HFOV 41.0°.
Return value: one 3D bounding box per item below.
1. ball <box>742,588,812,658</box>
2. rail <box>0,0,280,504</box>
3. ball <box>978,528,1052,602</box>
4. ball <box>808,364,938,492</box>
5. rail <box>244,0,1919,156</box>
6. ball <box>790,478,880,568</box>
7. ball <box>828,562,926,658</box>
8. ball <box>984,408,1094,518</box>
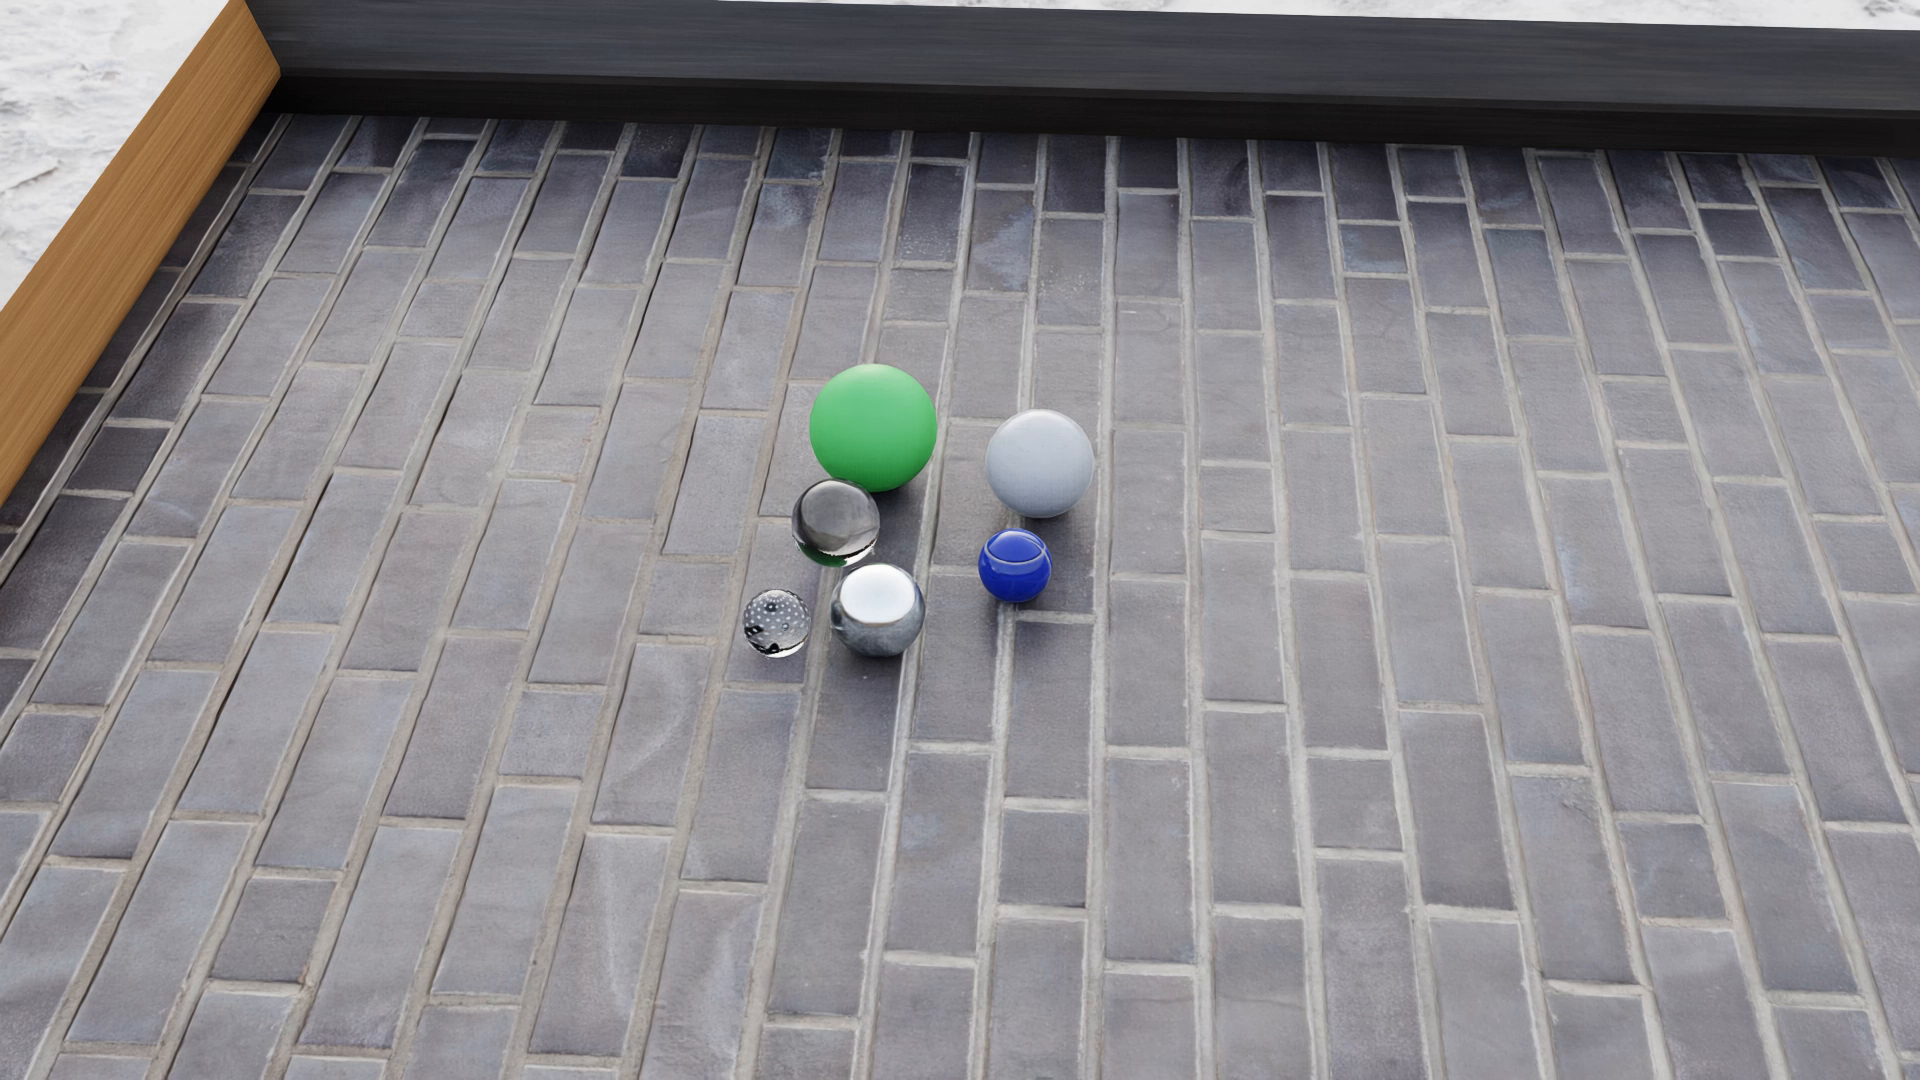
[{"bbox_3d":[-0.128,0.058,1.797,0.049,0.049,0.049,0,35,0],"label":"ball"},{"bbox_3d":[-0.713,-0.050,1.880,0.045,0.128,1.480,2,35,3],"label":"rail"},{"bbox_3d":[0.040,0.018,1.849,0.054,0.054,0.054,0,35,0],"label":"ball"},{"bbox_3d":[-0.066,-0.085,1.958,0.098,0.098,0.098,0,35,0],"label":"ball"},{"bbox_3d":[0.781,-0.409,2.392,2.953,0.128,0.045,2,35,3],"label":"rail"},{"bbox_3d":[-0.091,-0.013,1.883,0.066,0.066,0.066,0,35,0],"label":"ball"},{"bbox_3d":[-0.058,0.049,1.793,0.068,0.068,0.068,0,35,0],"label":"ball"},{"bbox_3d":[0.060,-0.058,1.933,0.083,0.083,0.083,0,35,0],"label":"ball"}]
